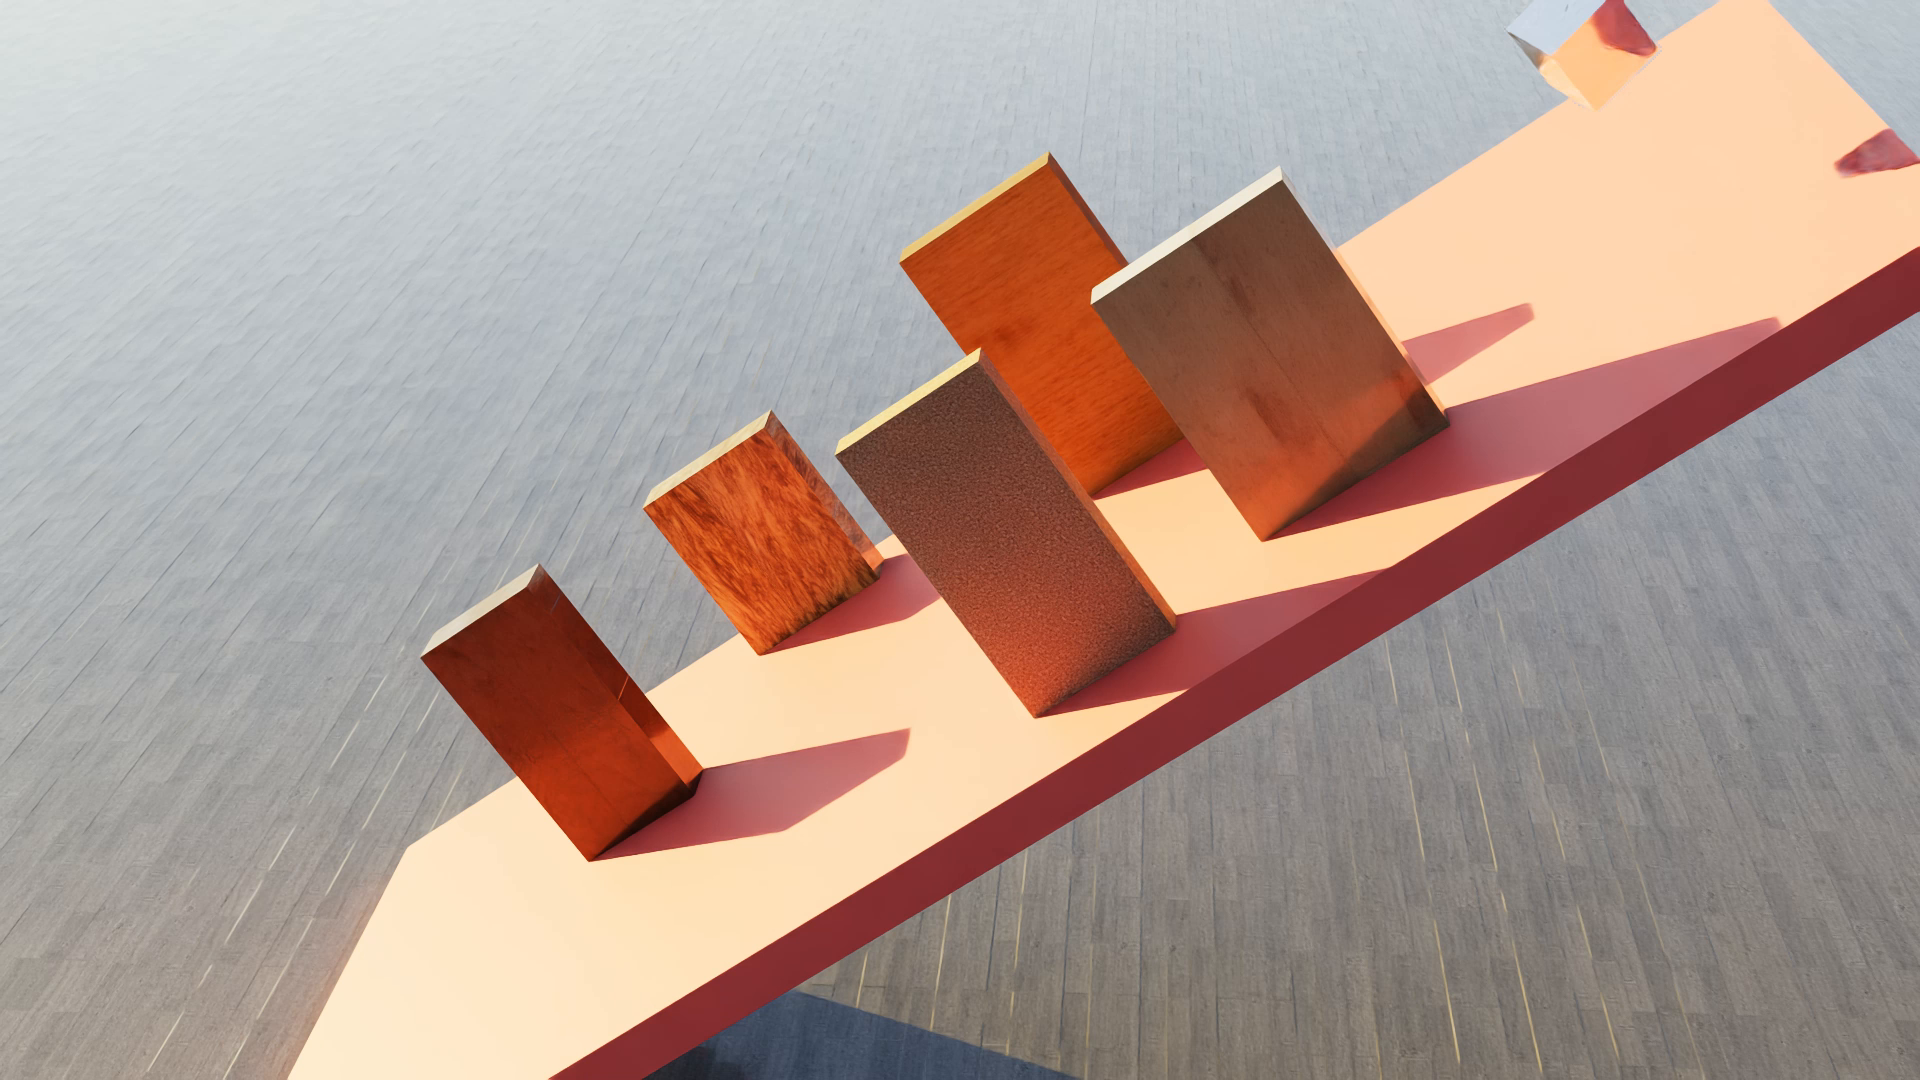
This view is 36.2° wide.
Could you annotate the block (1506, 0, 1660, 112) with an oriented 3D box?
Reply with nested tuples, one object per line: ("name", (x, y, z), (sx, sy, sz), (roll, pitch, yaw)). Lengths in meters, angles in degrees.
("block", (1.182, -0.951, 5.588), (0.167, 0.167, 0.167), (-45, 34, 4))

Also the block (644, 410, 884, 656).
("block", (-0.473, -0.015, 7.121), (0.366, 0.467, 0.130), (-33, 16, 15))

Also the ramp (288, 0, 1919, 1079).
("ramp", (0.135, 0.174, 6.308), (4.000, 0.100, 2.000), (-33, 16, 15))

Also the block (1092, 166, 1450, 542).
("block", (0.587, -0.346, 5.558), (0.424, 0.576, 0.102), (-33, 16, 15))

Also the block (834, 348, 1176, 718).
("block", (0.090, -0.007, 5.523), (0.326, 0.646, 0.083), (-33, 16, 15))

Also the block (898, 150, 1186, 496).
("block", (0.227, -0.461, 6.485), (0.394, 0.681, 0.108), (-33, 16, 15))

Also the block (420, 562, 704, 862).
("block", (-0.885, 0.389, 6.577), (0.303, 0.607, 0.139), (-33, 16, 15))
